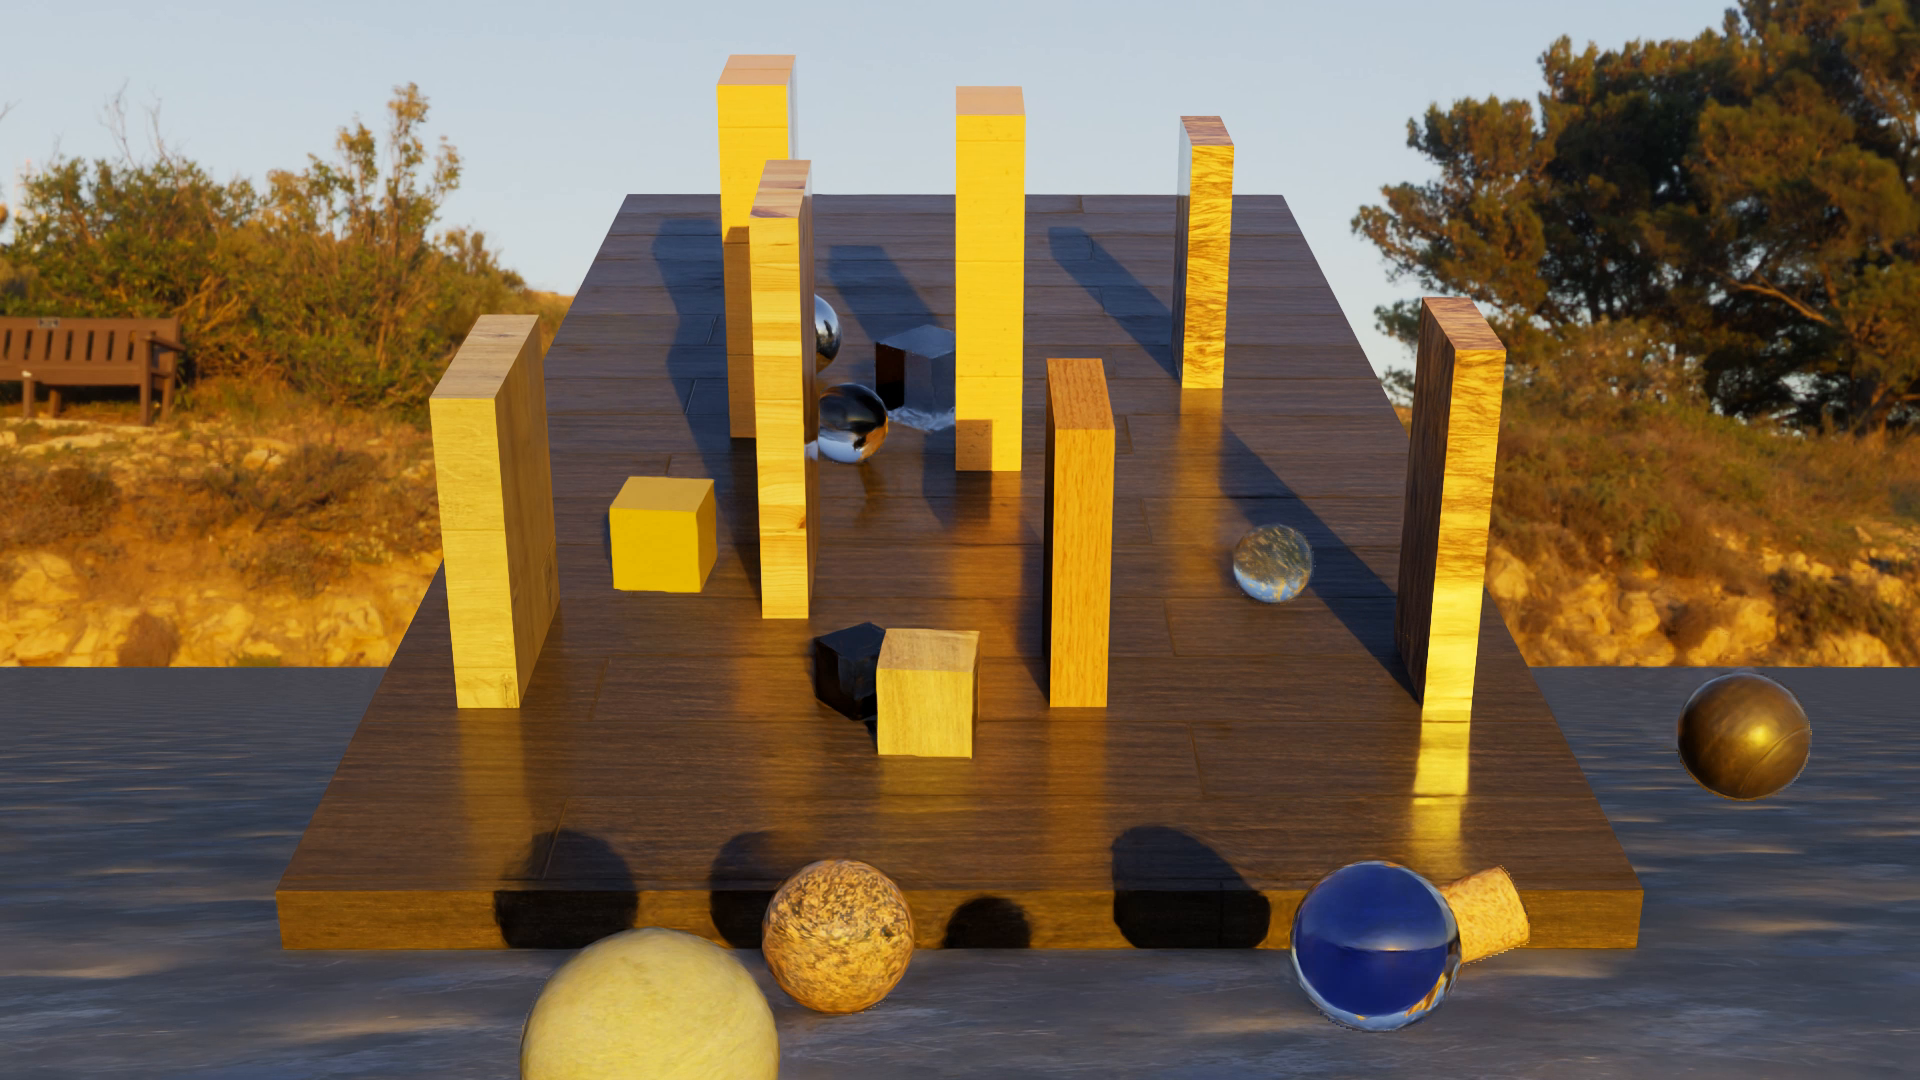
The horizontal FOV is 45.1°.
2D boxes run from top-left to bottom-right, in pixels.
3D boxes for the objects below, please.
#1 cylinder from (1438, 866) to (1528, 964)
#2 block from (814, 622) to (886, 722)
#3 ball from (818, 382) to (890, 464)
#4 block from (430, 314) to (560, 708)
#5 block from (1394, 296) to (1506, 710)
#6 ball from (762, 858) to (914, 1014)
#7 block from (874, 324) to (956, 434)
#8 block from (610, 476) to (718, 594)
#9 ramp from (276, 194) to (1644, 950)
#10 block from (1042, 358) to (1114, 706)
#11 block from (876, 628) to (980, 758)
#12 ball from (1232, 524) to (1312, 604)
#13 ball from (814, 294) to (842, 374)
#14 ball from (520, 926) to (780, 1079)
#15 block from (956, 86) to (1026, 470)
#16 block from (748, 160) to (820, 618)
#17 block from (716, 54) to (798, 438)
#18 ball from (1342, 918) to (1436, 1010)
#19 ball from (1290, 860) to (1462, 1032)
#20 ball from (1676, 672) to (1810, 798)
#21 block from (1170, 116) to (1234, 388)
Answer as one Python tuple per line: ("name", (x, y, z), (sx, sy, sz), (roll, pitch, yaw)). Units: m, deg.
("cylinder", (0.709, 0.518, 3.184), (0.108, 0.108, 0.108), (-19, -2, -4))
("block", (-0.167, 0.222, 3.916), (0.112, 0.112, 0.112), (-16, 28, -34))
("ball", (-0.238, -0.251, 4.949), (0.172, 0.172, 0.172), (0, -3, 0))
("block", (-0.798, -0.058, 4.007), (0.104, 0.554, 0.443), (0, 23, 0))
("block", (0.824, -0.063, 3.917), (0.081, 0.640, 0.284), (0, 23, 0))
("ball", (-0.148, 0.479, 2.803), (0.186, 0.186, 0.186), (0, -3, 0))
("block", (-0.066, -0.364, 5.211), (0.176, 0.176, 0.176), (20, 30, 38))
("block", (-0.562, -0.011, 4.395), (0.165, 0.165, 0.165), (2, 23, 5))
("ramp", (-0.007, -0.226, 5.238), (2.000, 0.100, 4.000), (0, 23, 0))
("block", (0.200, -0.018, 3.985), (0.096, 0.500, 0.357), (0, 23, 0))
("block", (-0.051, 0.250, 3.798), (0.154, 0.154, 0.154), (2, 23, 4))
("ball", (0.581, 0.044, 4.294), (0.147, 0.147, 0.147), (0, -3, 0))
("ball", (-0.380, -0.485, 5.457), (0.204, 0.204, 0.204), (0, -3, 0))
("ball", (-0.250, 0.419, 1.872), (0.209, 0.209, 0.209), (0, -3, 0))
("block", (0.060, -0.553, 4.905), (0.139, 0.764, 0.276), (0, 23, 0))
("block", (-0.320, -0.285, 4.286), (0.084, 0.754, 0.415), (0, 23, 0))
("block", (-0.434, -0.648, 5.103), (0.145, 0.781, 0.319), (0, 23, 0))
("ball", (0.524, 0.518, 2.828), (0.111, 0.111, 0.111), (0, -3, 0))
("ball", (0.479, 0.467, 2.667), (0.195, 0.195, 0.195), (0, -3, 0))
("ball", (1.302, 0.325, 3.848), (0.209, 0.209, 0.209), (0, -3, 0))
("block", (0.568, -0.681, 5.449), (0.095, 0.575, 0.303), (0, 23, 0))
